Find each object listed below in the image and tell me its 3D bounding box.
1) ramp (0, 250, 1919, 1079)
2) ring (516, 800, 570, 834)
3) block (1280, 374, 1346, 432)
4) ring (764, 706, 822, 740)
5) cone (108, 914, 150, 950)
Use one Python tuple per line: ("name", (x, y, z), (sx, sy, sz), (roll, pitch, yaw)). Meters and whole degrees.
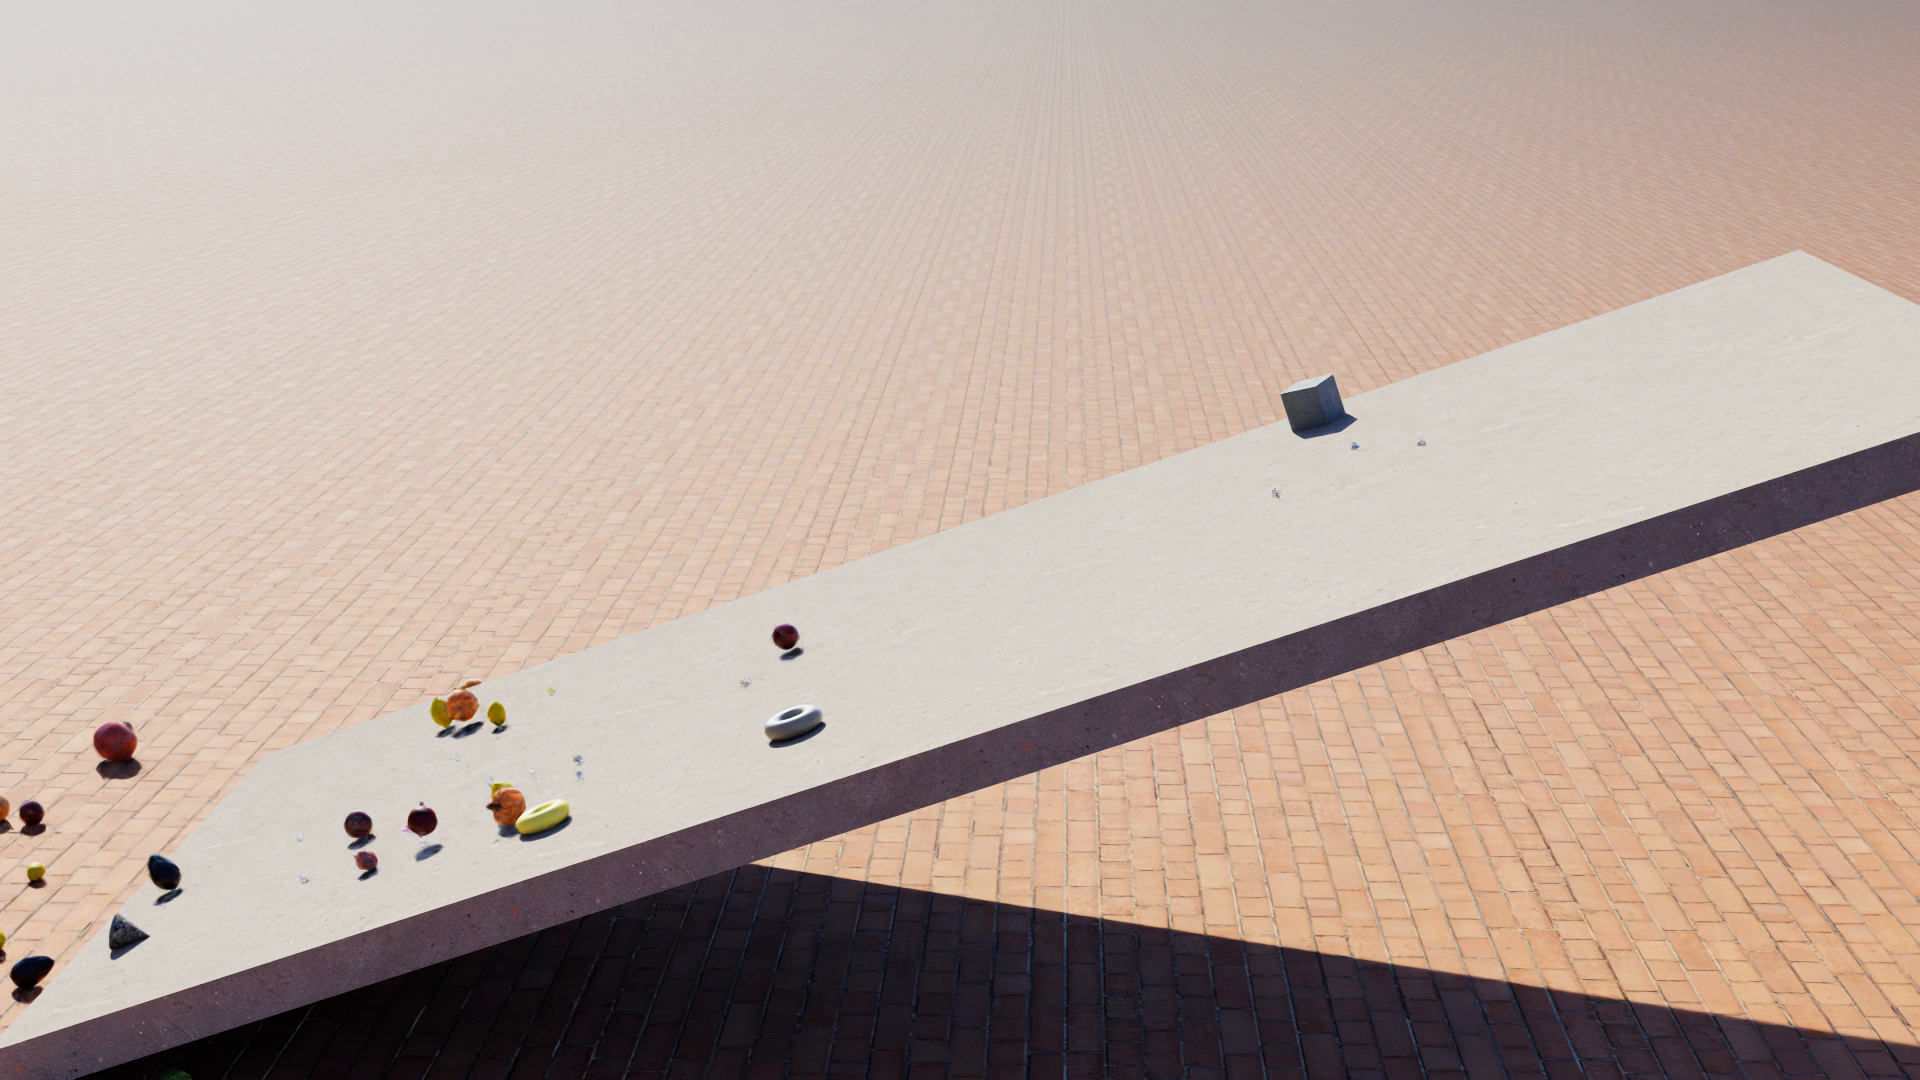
("ramp", (0.108, 0.180, 6.304), (4.000, 0.100, 2.000), (-18, 11, 6))
("ring", (-0.815, 0.541, 5.750), (0.110, 0.037, 0.110), (-22, 8, 3))
("block", (0.841, -0.326, 7.006), (0.098, 0.098, 0.098), (-11, 14, 37))
("ring", (-0.328, 0.360, 5.797), (0.120, 0.040, 0.120), (-18, 12, 4))
("cone", (-1.681, 0.801, 5.978), (0.074, 0.074, 0.074), (8, 12, 1))
